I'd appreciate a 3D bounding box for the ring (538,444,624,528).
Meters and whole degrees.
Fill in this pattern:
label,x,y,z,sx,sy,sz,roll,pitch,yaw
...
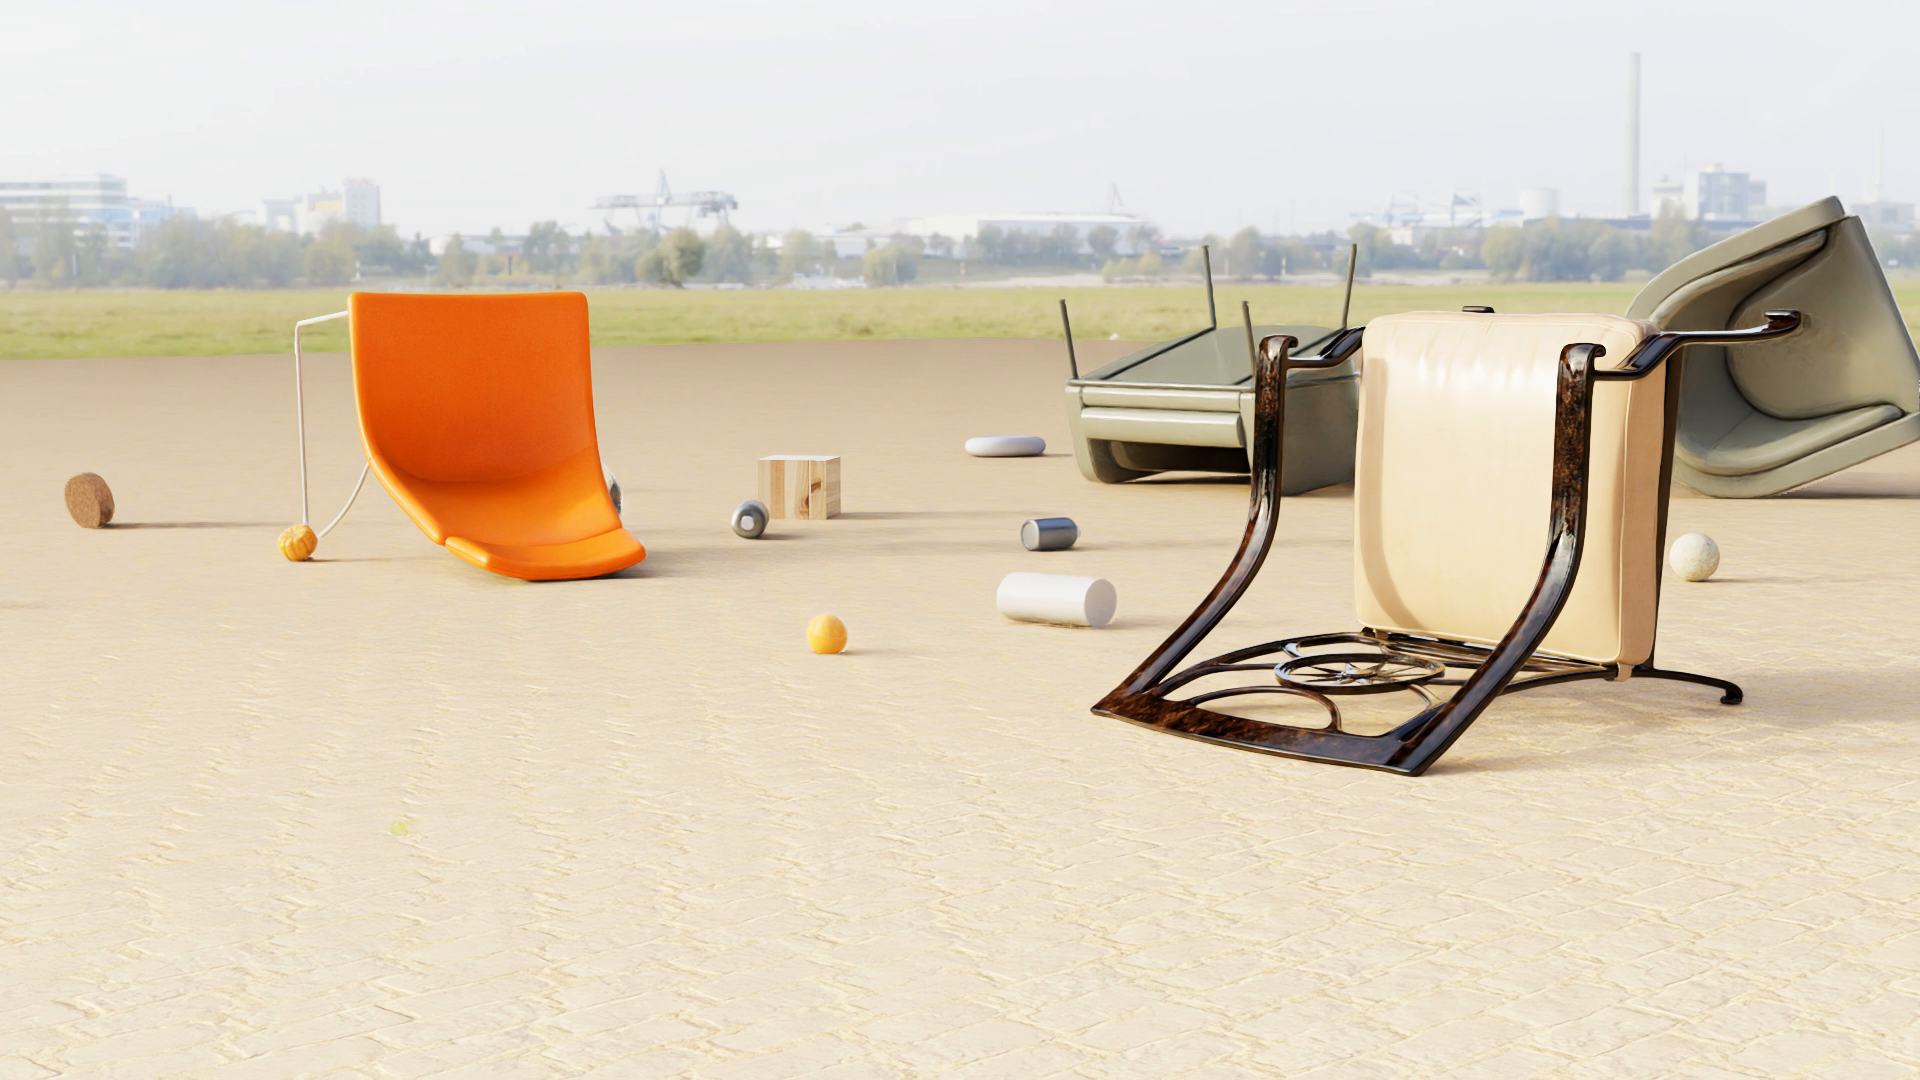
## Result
label,x,y,z,sx,sy,sz,roll,pitch,yaw
ring,-0.987,-0.139,6.675,0.253,0.096,0.297,39,-27,3

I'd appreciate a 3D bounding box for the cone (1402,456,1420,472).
label,x,y,z,sx,sy,sz,roll,pitch,yaw
cone,1.510,-0.243,8.645,0.053,0.054,0.085,-12,14,42

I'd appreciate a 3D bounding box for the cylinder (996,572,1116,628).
label,x,y,z,sx,sy,sz,roll,pitch,yaw
cylinder,0.183,0.114,4.866,0.192,0.091,0.123,4,5,33

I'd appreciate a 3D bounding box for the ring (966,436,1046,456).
label,x,y,z,sx,sy,sz,roll,pitch,yaw
ring,0.167,-0.345,9.417,0.322,0.072,0.234,-3,6,-32

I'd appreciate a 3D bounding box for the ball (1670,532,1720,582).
label,x,y,z,sx,sy,sz,roll,pitch,yaw
ball,1.587,0.037,5.540,0.106,0.106,0.106,0,6,0

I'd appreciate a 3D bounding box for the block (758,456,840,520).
label,x,y,z,sx,sy,sz,roll,pitch,yaw
block,-0.439,-0.145,7.028,0.190,0.161,0.165,1,6,11

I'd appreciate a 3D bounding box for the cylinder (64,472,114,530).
label,x,y,z,sx,sy,sz,roll,pitch,yaw
cylinder,-2.292,-0.104,6.757,0.081,0.142,0.163,-20,8,-4

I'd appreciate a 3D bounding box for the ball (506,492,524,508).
label,x,y,z,sx,sy,sz,roll,pitch,yaw
ball,-1.262,-0.113,7.262,0.050,0.050,0.050,0,6,0
